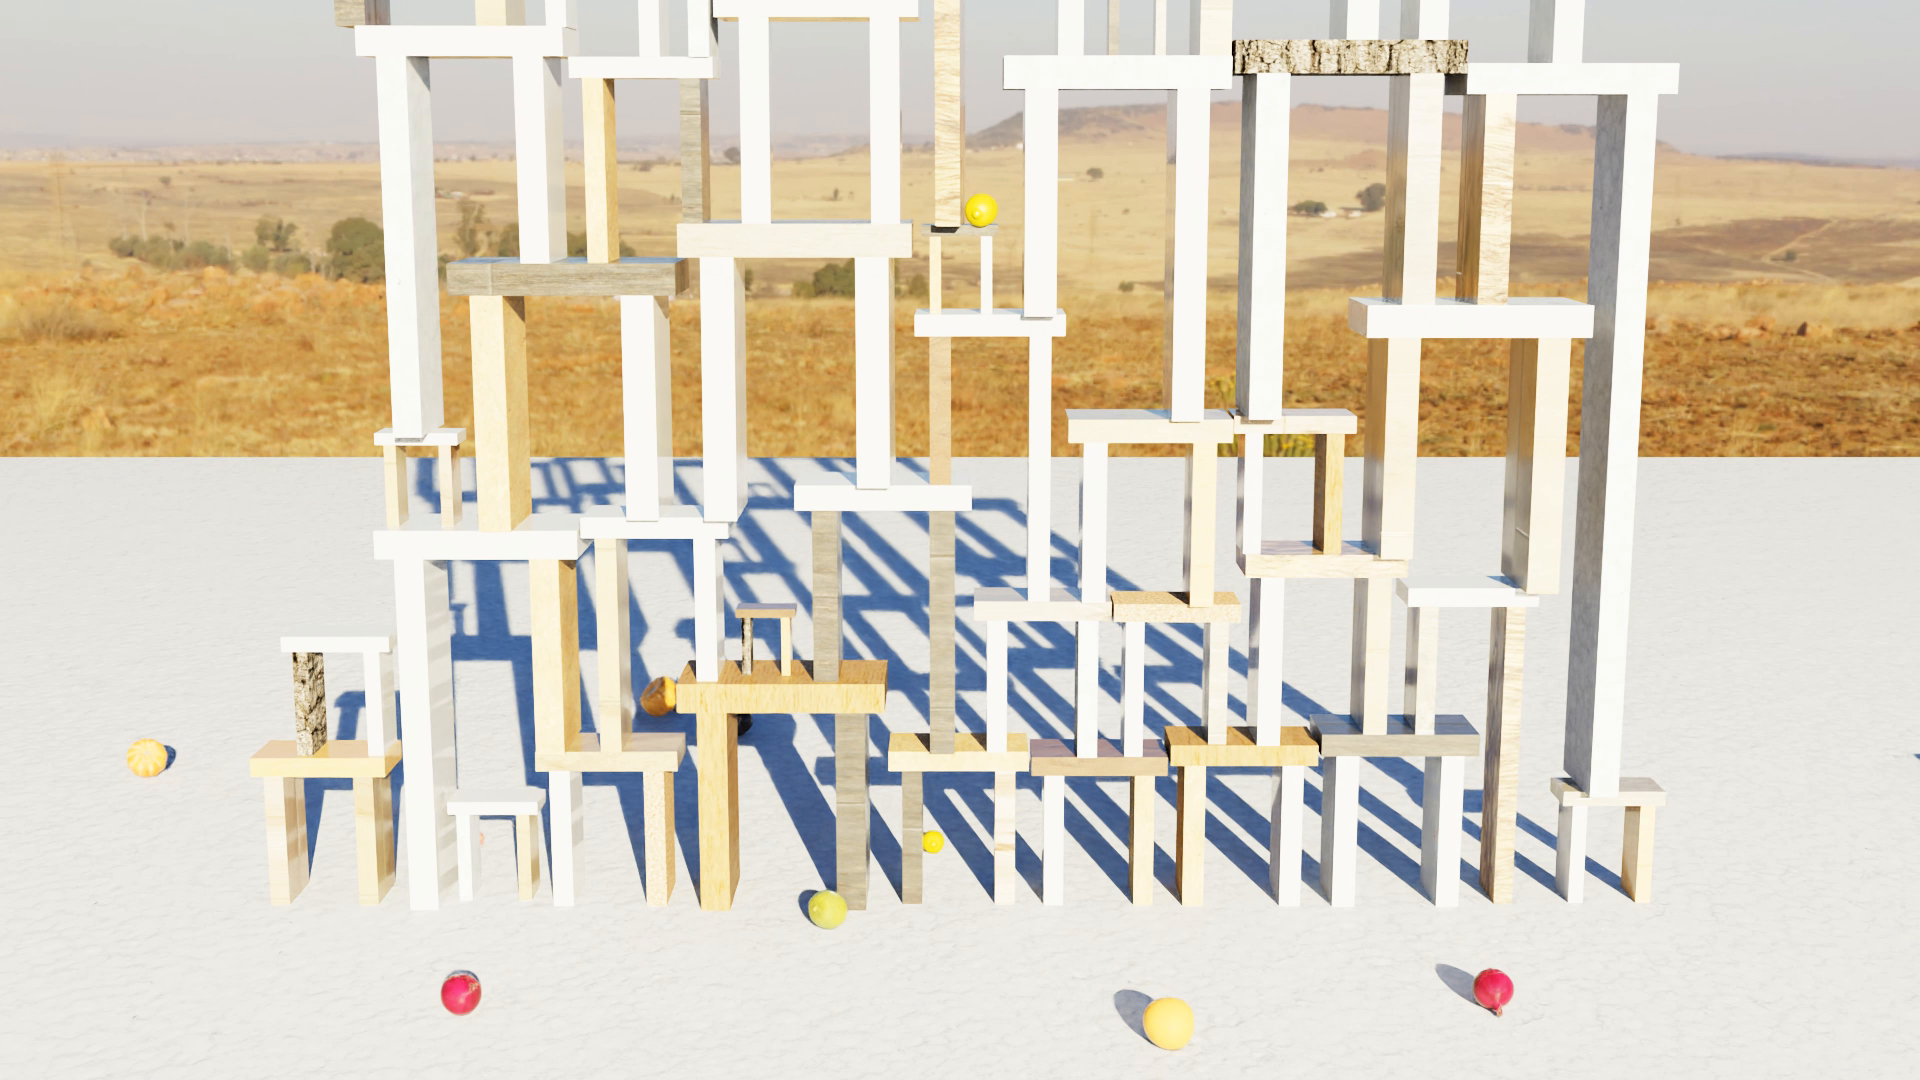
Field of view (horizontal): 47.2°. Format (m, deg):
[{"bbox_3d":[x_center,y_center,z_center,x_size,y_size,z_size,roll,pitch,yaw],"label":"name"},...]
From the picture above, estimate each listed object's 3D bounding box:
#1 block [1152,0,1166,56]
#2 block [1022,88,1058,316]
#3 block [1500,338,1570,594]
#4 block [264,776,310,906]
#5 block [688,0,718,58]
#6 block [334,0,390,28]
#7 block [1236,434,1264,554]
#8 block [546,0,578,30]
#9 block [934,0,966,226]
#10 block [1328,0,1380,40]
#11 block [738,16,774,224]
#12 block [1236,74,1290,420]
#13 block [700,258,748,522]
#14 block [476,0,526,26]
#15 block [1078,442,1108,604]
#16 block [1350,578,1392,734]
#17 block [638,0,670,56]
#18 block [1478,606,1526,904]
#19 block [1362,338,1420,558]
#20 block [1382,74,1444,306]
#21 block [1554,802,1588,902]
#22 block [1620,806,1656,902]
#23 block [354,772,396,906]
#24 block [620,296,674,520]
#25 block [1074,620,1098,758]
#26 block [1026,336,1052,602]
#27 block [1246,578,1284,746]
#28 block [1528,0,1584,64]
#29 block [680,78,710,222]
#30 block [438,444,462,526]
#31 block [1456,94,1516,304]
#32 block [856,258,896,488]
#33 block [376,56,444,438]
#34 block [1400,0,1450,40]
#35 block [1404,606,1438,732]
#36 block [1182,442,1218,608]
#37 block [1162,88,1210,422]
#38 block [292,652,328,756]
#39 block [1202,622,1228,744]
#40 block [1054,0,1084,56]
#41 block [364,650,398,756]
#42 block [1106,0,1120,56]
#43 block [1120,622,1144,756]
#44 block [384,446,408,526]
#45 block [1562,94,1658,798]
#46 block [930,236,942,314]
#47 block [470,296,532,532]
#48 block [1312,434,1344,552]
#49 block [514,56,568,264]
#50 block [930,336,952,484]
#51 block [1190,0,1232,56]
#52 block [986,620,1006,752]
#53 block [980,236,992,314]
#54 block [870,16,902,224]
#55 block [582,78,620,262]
[{"bbox_3d":[0.309,-0.802,3.404,0.015,0.108,0.054,0,11,0],"label":"block"},{"bbox_3d":[0.125,-0.532,3.458,0.049,0.346,0.173,0,11,0],"label":"block"},{"bbox_3d":[0.923,-0.130,3.531,0.049,0.406,0.175,0,11,0],"label":"block"},{"bbox_3d":[-1.117,0.483,3.648,0.031,0.219,0.109,0,11,0],"label":"block"},{"bbox_3d":[-0.398,-0.906,3.386,0.031,0.321,0.109,0,11,2],"label":"block"},{"bbox_3d":[-0.924,-0.950,3.378,0.045,0.319,0.160,0,11,0],"label":"block"},{"bbox_3d":[0.466,-0.082,3.546,0.027,0.193,0.097,0,11,0],"label":"block"},{"bbox_3d":[-0.617,-0.899,3.390,0.030,0.214,0.107,0,11,0],"label":"block"},{"bbox_3d":[-0.015,-0.756,3.414,0.038,0.526,0.135,1,11,4],"label":"block"},{"bbox_3d":[0.609,-0.937,3.380,0.047,0.333,0.167,0,11,0],"label":"block"},{"bbox_3d":[-0.318,-0.656,3.442,0.044,0.310,0.155,0,11,-3],"label":"block"},{"bbox_3d":[0.477,-0.465,3.474,0.050,0.530,0.176,0,11,0],"label":"block"},{"bbox_3d":[-0.376,-0.249,3.513,0.051,0.412,0.180,0,11,0],"label":"block"},{"bbox_3d":[-0.711,-0.950,3.380,0.045,0.319,0.160,0,11,0],"label":"block"},{"bbox_3d":[0.213,-0.038,3.547,0.037,0.258,0.129,0,11,0],"label":"block"},{"bbox_3d":[0.671,0.175,3.597,0.037,0.258,0.129,0,11,0],"label":"block"},{"bbox_3d":[-0.474,-0.877,3.396,0.030,0.259,0.107,0,11,1],"label":"block"},{"bbox_3d":[0.893,0.343,3.626,0.030,0.501,0.104,0,11,0],"label":"block"},{"bbox_3d":[0.689,-0.158,3.525,0.049,0.349,0.175,0,11,0],"label":"block"},{"bbox_3d":[0.711,-0.552,3.459,0.050,0.352,0.176,0,11,0],"label":"block"},{"bbox_3d":[1.014,0.509,3.651,0.024,0.167,0.083,0,11,0],"label":"block"},{"bbox_3d":[1.125,0.509,3.651,0.024,0.167,0.083,0,11,0],"label":"block"},{"bbox_3d":[-0.971,0.483,3.648,0.031,0.219,0.109,0,11,0],"label":"block"},{"bbox_3d":[-0.500,-0.221,3.522,0.050,0.353,0.176,0,11,0],"label":"block"},{"bbox_3d":[0.206,0.231,3.598,0.031,0.228,0.110,0,11,0],"label":"block"},{"bbox_3d":[0.126,-0.121,3.538,0.033,0.425,0.118,0,11,0],"label":"block"},{"bbox_3d":[0.499,0.185,3.599,0.037,0.278,0.129,0,11,0],"label":"block"},{"bbox_3d":[0.925,-0.909,3.395,0.044,0.343,0.154,0,11,0],"label":"block"},{"bbox_3d":[-0.415,-0.611,3.449,0.031,0.220,0.110,0,11,0],"label":"block"},{"bbox_3d":[-0.820,-0.093,3.540,0.019,0.131,0.066,0,11,0],"label":"block"},{"bbox_3d":[0.827,-0.538,3.464,0.046,0.321,0.161,0,11,0],"label":"block"},{"bbox_3d":[-0.134,-0.275,3.508,0.051,0.360,0.180,0,11,1],"label":"block"},{"bbox_3d":[-0.866,-0.462,3.469,0.044,0.584,0.157,0,11,0],"label":"block"},{"bbox_3d":[0.720,-0.926,3.392,0.044,0.308,0.154,0,11,0],"label":"block"},{"bbox_3d":[0.754,0.200,3.601,0.030,0.209,0.104,0,11,0],"label":"block"},{"bbox_3d":[0.386,-0.035,3.548,0.037,0.264,0.129,0,11,0],"label":"block"},{"bbox_3d":[0.356,-0.452,3.473,0.049,0.509,0.173,0,11,0],"label":"block"},{"bbox_3d":[-1.067,0.258,3.611,0.025,0.174,0.087,0,11,0],"label":"block"},{"bbox_3d":[0.417,0.222,3.600,0.029,0.203,0.102,0,11,0],"label":"block"},{"bbox_3d":[0.169,-0.882,3.391,0.038,0.269,0.135,0,11,0],"label":"block"},{"bbox_3d":[-0.951,0.258,3.611,0.025,0.174,0.087,0,11,0],"label":"block"},{"bbox_3d":[0.237,-0.802,3.404,0.015,0.108,0.054,0,11,0],"label":"block"},{"bbox_3d":[0.282,0.232,3.602,0.029,0.224,0.102,0,11,0],"label":"block"},{"bbox_3d":[-0.907,-0.093,3.540,0.019,0.131,0.066,0,11,0],"label":"block"},{"bbox_3d":[1.042,-0.147,3.537,0.046,1.117,0.161,0,11,0],"label":"block"},{"bbox_3d":[-0.038,-0.422,3.481,0.017,0.121,0.060,0,11,0],"label":"block"},{"bbox_3d":[-0.734,-0.211,3.524,0.050,0.371,0.176,0,11,0],"label":"block"},{"bbox_3d":[0.595,-0.083,3.551,0.027,0.194,0.097,0,11,-2],"label":"block"},{"bbox_3d":[-0.657,-0.596,3.446,0.044,0.313,0.157,0,11,0],"label":"block"},{"bbox_3d":[-0.031,-0.214,3.521,0.033,0.236,0.118,0,11,0],"label":"block"},{"bbox_3d":[0.387,-0.924,3.379,0.047,0.357,0.166,0,11,0],"label":"block"},{"bbox_3d":[0.060,0.227,3.598,0.031,0.220,0.110,0,11,0],"label":"block"},{"bbox_3d":[0.042,-0.422,3.480,0.017,0.121,0.060,0,11,0],"label":"block"},{"bbox_3d":[-0.115,-0.655,3.439,0.044,0.311,0.155,0,11,0],"label":"block"},{"bbox_3d":[-0.564,-0.581,3.455,0.031,0.281,0.110,0,11,1],"label":"block"}]
